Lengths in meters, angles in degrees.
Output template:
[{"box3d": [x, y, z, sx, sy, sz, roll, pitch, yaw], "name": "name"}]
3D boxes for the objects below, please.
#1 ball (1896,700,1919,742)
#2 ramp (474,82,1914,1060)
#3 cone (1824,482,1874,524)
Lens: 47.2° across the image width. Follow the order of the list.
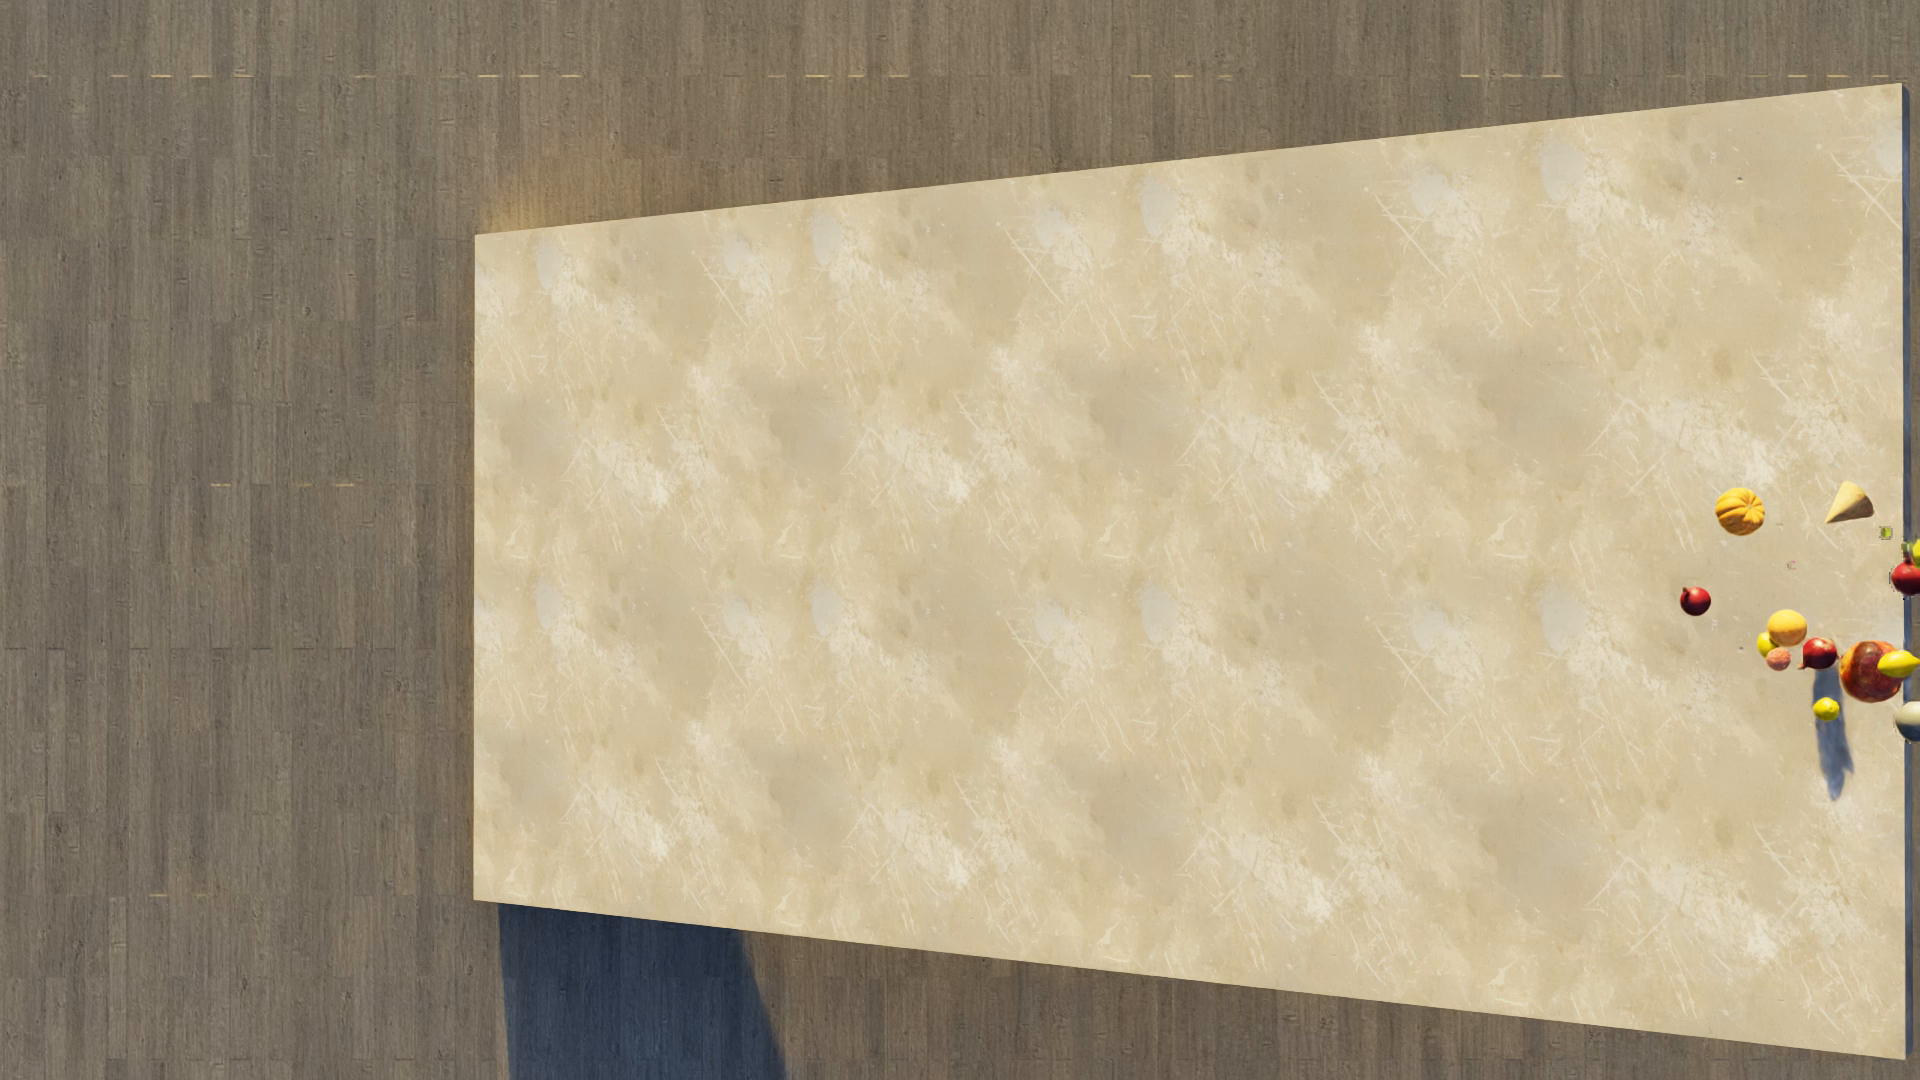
[{"box3d": [1.558, 0.295, 3.576, 0.068, 0.068, 0.068, 0, 89, 0], "name": "ball"}, {"box3d": [0.261, 0.072, 5.603, 4.000, 0.100, 2.000, 0, 89, 32], "name": "ramp"}, {"box3d": [1.569, -0.051, 3.917, 0.078, 0.078, 0.078, -35, 90, -6], "name": "cone"}]
